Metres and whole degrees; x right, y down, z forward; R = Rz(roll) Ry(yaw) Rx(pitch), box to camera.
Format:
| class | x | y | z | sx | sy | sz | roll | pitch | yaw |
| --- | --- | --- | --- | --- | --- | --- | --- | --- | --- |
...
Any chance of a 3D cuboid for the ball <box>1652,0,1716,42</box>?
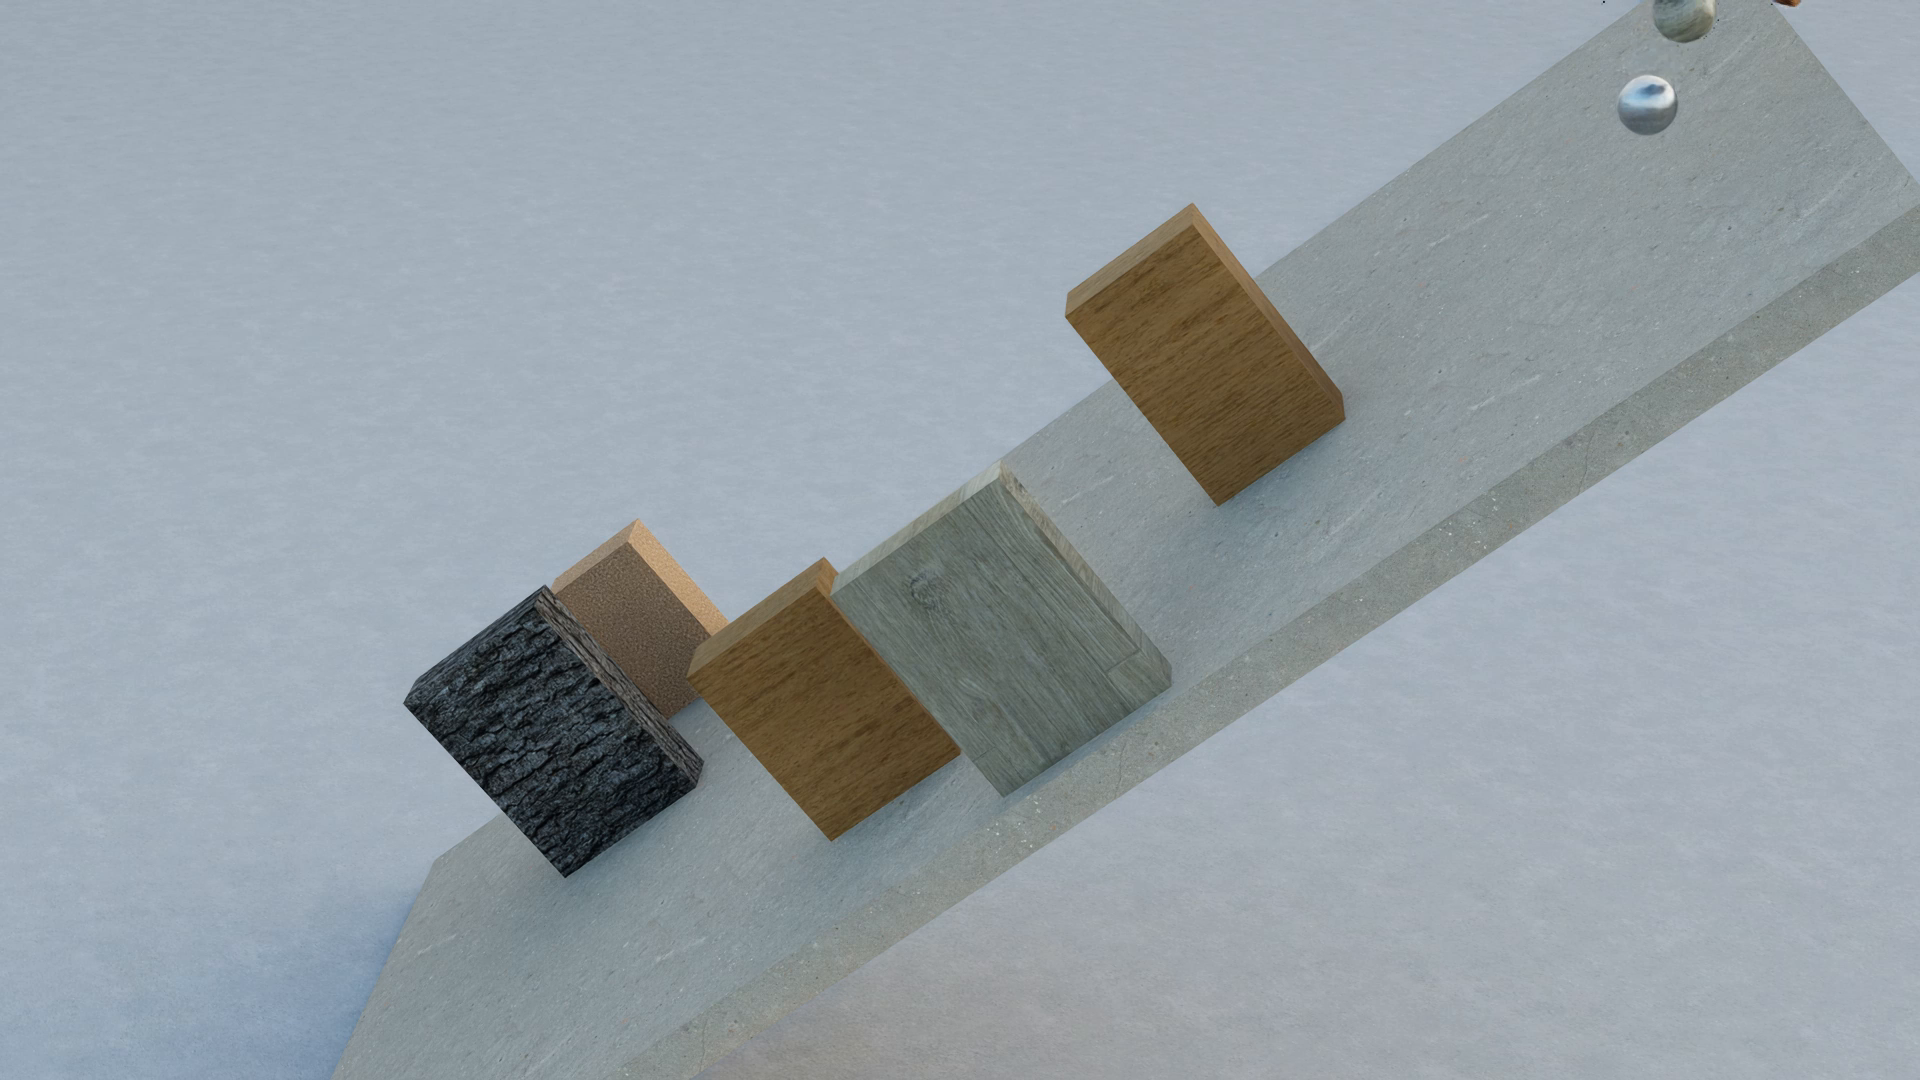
| class | x | y | z | sx | sy | sz | roll | pitch | yaw |
| --- | --- | --- | --- | --- | --- | --- | --- | --- | --- |
| ball | 1.329 | -0.970 | 5.396 | 0.115 | 0.115 | 0.115 | 0 | 23 | 0 |

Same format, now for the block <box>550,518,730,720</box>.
| class | x | y | z | sx | sy | sz | roll | pitch | yaw |
| --- | --- | --- | --- | --- | --- | --- | --- | --- | --- |
| block | -0.784 | 0.209 | 7.373 | 0.278 | 0.430 | 0.146 | -35 | 16 | 17 |

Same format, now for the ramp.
| class | x | y | z | sx | sy | sz | roll | pitch | yaw |
| --- | --- | --- | --- | --- | --- | --- | --- | --- | --- |
| ramp | 0.125 | 0.182 | 6.332 | 4.000 | 0.100 | 2.000 | -35 | 16 | 17 |

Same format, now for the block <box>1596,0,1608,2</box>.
| class | x | y | z | sx | sy | sz | roll | pitch | yaw |
| --- | --- | --- | --- | --- | --- | --- | --- | --- | --- |
| block | 1.215 | -1.115 | 5.414 | 0.199 | 0.199 | 0.199 | -7 | 1 | 41 |

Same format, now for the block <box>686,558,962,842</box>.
| class | x | y | z | sx | sy | sz | roll | pitch | yaw |
| --- | --- | --- | --- | --- | --- | --- | --- | --- | --- |
| block | -0.262 | 0.317 | 5.830 | 0.331 | 0.450 | 0.146 | -35 | 16 | 17 |

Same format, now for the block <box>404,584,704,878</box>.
| class | x | y | z | sx | sy | sz | roll | pitch | yaw |
| --- | --- | --- | --- | --- | --- | --- | --- | --- | --- |
| block | -0.938 | 0.447 | 6.818 | 0.407 | 0.567 | 0.129 | -35 | 16 | 17 |

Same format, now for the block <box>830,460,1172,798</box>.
| class | x | y | z | sx | sy | sz | roll | pitch | yaw |
| --- | --- | --- | --- | --- | --- | --- | --- | --- | --- |
| block | 0.077 | 0.166 | 5.350 | 0.387 | 0.509 | 0.087 | -35 | 16 | 17 |

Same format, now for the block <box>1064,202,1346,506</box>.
| class | x | y | z | sx | sy | sz | roll | pitch | yaw |
| --- | --- | --- | --- | --- | --- | --- | --- | --- | --- |
| block | 0.490 | -0.368 | 5.870 | 0.313 | 0.505 | 0.148 | -35 | 16 | 17 |

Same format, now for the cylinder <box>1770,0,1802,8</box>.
| class | x | y | z | sx | sy | sz | roll | pitch | yaw |
| --- | --- | --- | --- | --- | --- | --- | --- | --- | --- |
| cylinder | 1.507 | -1.092 | 5.498 | 0.157 | 0.157 | 0.157 | 21 | 30 | 26 |

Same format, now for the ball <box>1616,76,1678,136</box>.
| class | x | y | z | sx | sy | sz | roll | pitch | yaw |
| --- | --- | --- | --- | --- | --- | --- | --- | --- | --- |
| ball | 1.329 | -0.840 | 5.686 | 0.115 | 0.115 | 0.115 | 0 | 23 | 0 |
